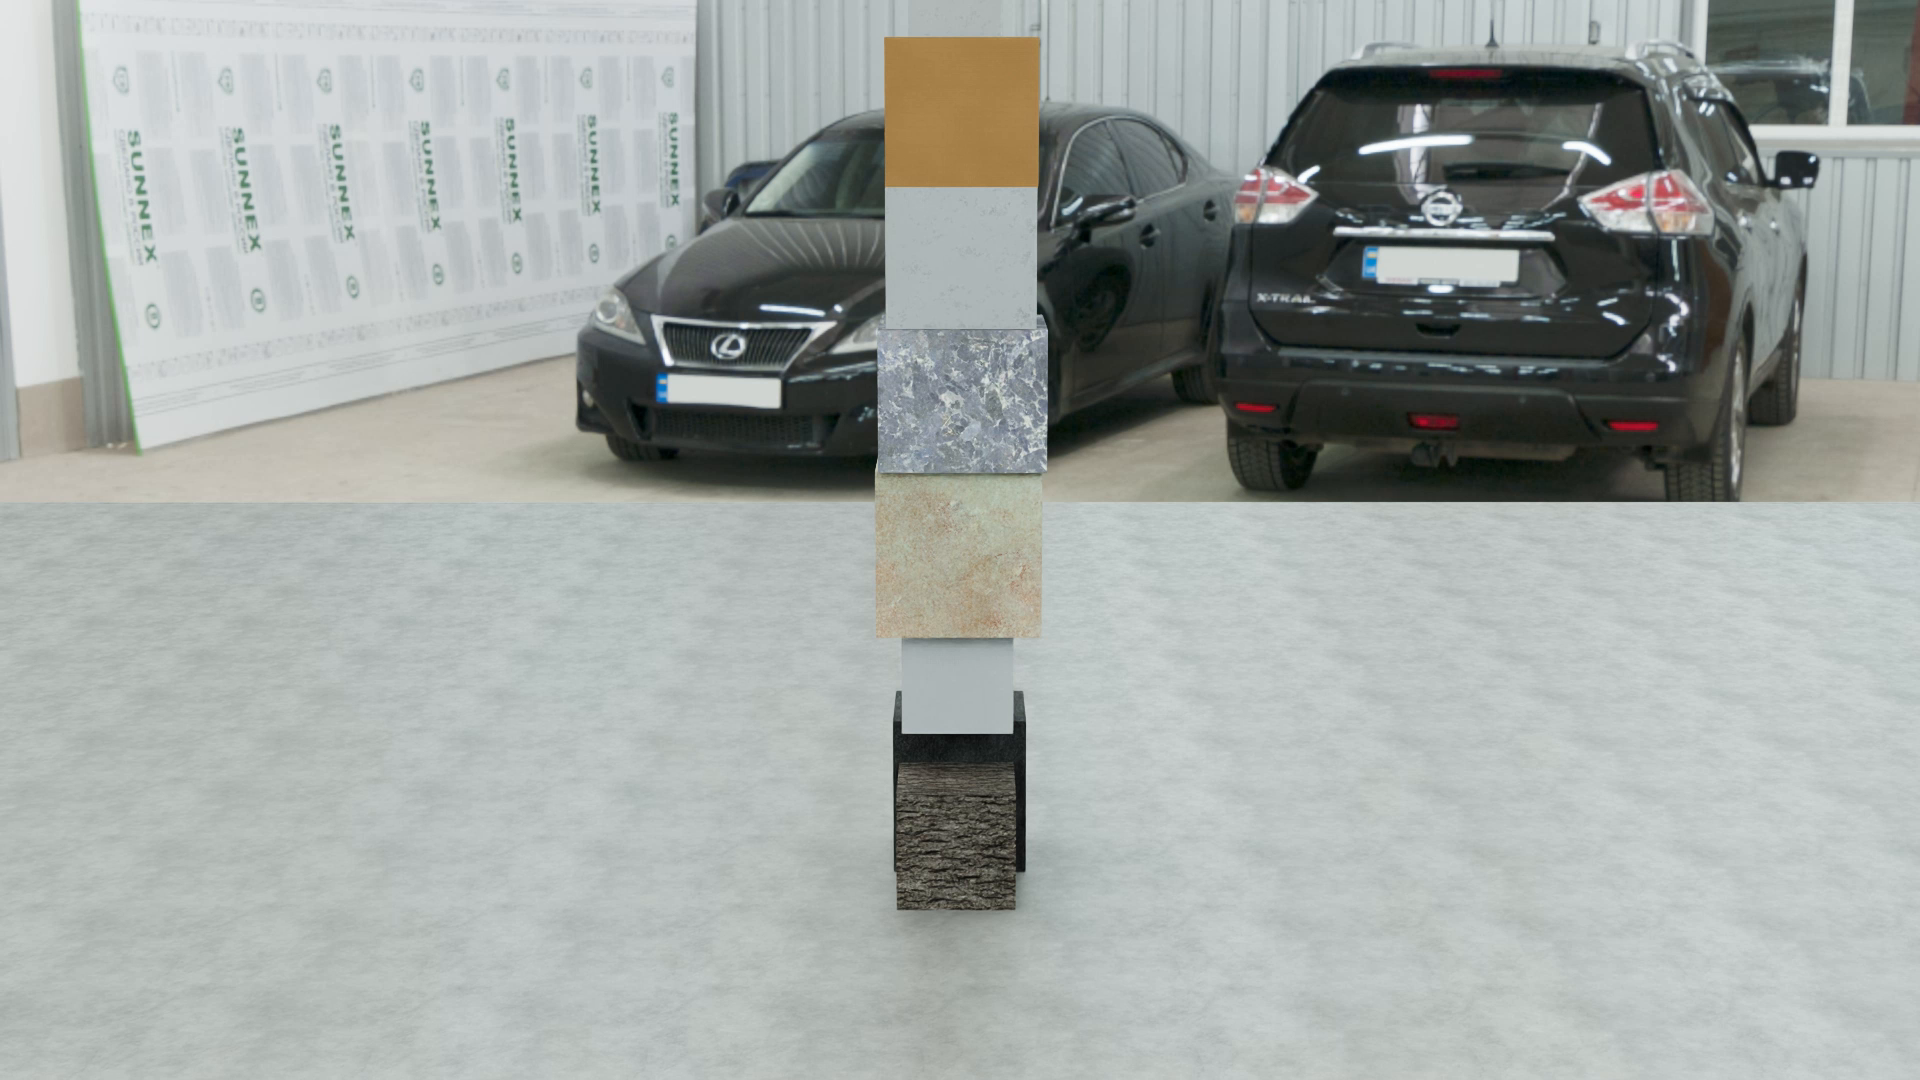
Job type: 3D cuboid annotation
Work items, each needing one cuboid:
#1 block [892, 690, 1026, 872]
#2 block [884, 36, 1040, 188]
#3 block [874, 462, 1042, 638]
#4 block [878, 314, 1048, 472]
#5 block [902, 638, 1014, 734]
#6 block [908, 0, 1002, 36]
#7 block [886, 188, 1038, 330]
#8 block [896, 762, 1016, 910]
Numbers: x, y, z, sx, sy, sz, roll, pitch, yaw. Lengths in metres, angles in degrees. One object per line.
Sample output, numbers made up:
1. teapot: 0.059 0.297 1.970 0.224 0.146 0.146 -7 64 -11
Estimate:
1. block: -0.002 1.088 11.649 0.588 0.691 0.570 0 10 0
2. block: 0.007 -1.813 10.851 0.635 0.611 0.575 0 10 0
3. block: -0.006 0.009 11.182 0.705 0.717 0.617 0 10 0
4. block: 0.011 -0.639 11.064 0.710 0.600 0.697 0 10 0
5. block: -0.010 0.578 11.285 0.482 0.441 0.469 0 10 0
6. block: -0.019 -2.292 10.763 0.392 0.364 0.389 0 10 0
7. block: 0.005 -1.224 10.958 0.630 0.587 0.600 0 10 0
8. block: -0.016 1.278 11.118 0.505 0.507 0.523 0 10 0
